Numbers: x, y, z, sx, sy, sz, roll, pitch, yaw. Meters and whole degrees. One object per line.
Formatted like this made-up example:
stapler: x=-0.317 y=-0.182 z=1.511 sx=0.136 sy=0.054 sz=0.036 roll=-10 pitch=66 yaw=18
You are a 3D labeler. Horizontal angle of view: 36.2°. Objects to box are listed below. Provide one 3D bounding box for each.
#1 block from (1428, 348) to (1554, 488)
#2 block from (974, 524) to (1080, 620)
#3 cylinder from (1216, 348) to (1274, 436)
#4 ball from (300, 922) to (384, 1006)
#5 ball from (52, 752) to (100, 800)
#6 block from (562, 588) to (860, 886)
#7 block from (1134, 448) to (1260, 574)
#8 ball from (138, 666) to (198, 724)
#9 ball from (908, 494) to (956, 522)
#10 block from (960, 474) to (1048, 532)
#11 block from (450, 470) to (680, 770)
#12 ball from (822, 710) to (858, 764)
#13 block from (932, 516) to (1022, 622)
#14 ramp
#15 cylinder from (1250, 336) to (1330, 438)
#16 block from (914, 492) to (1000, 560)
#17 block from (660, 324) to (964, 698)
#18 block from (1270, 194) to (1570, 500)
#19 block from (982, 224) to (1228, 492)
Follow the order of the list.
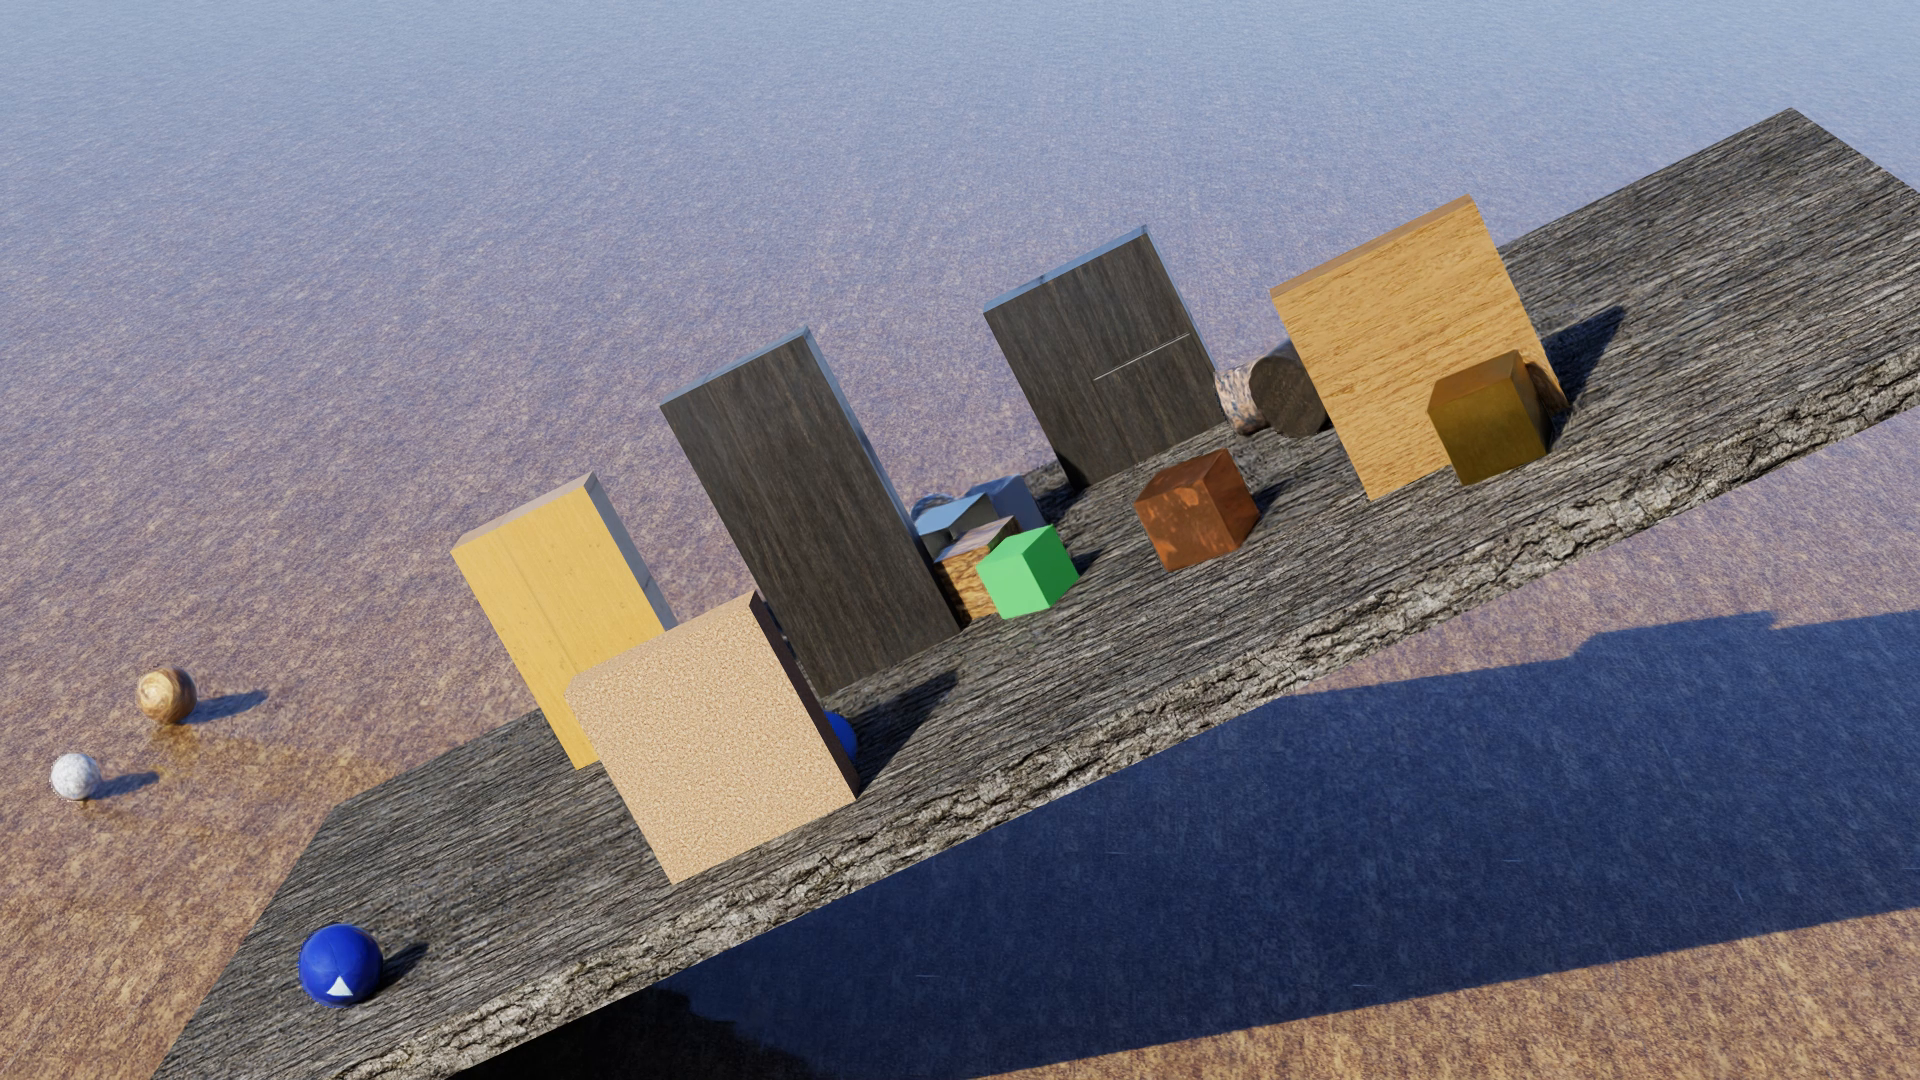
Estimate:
block: x=0.993 y=-0.229 z=5.506 sx=0.167 sy=0.167 sz=0.167 roll=-22 pitch=15 yaw=22
block: x=0.142 y=0.068 z=6.151 sx=0.131 sy=0.131 sz=0.131 roll=-16 pitch=18 yaw=40
cylinder: x=0.669 y=-0.331 z=6.534 sx=0.153 sy=0.153 sz=0.153 roll=-23 pitch=9 yaw=20
ball: x=-1.241 y=0.851 z=5.901 sx=0.164 sy=0.164 sz=0.164 roll=0 pitch=17 yaw=0
ball: x=-2.358 y=0.630 z=7.847 sx=0.125 sy=0.125 sz=0.125 roll=0 pitch=17 yaw=0
block: x=-0.467 y=0.375 z=5.576 sx=0.397 sy=0.429 sz=0.105 roll=-26 pitch=14 yaw=10
block: x=0.476 y=-0.060 z=5.901 sx=0.162 sy=0.162 sz=0.162 roll=-20 pitch=16 yaw=31
ball: x=-2.264 y=0.441 z=8.401 sx=0.166 sy=0.166 sz=0.166 roll=0 pitch=17 yaw=0
ball: x=-0.051 y=-0.035 z=6.859 sx=0.149 sy=0.149 sz=0.149 roll=0 pitch=17 yaw=0
block: x=0.079 y=-0.042 z=6.646 sx=0.143 sy=0.143 sz=0.143 roll=-15 pitch=18 yaw=42
block: x=-0.853 y=0.185 z=6.689 sx=0.345 sy=0.584 sz=0.127 roll=-26 pitch=14 yaw=10
ball: x=-0.269 y=0.401 z=5.714 sx=0.140 sy=0.140 sz=0.140 roll=0 pitch=17 yaw=0
block: x=0.062 y=0.061 z=6.292 sx=0.148 sy=0.148 sz=0.148 roll=-19 pitch=16 yaw=33
ramp: x=0.139 y=0.168 z=6.281 sx=4.000 sy=0.100 sz=2.000 roll=-26 pitch=14 yaw=10
cylinder: x=0.762 y=-0.355 z=6.349 sx=0.196 sy=0.196 sz=0.196 roll=15 pitch=40 yaw=40
block: x=-0.010 y=0.025 z=6.515 sx=0.171 sy=0.171 sz=0.171 roll=-17 pitch=18 yaw=39
block: x=-0.309 y=-0.055 z=6.220 sx=0.339 sy=0.720 sz=0.096 roll=-26 pitch=14 yaw=10
block: x=0.881 y=-0.368 z=5.641 sx=0.418 sy=0.444 sz=0.091 roll=-26 pitch=14 yaw=10
block: x=0.348 y=-0.418 z=6.788 sx=0.417 sy=0.475 sz=0.108 roll=-26 pitch=14 yaw=10
